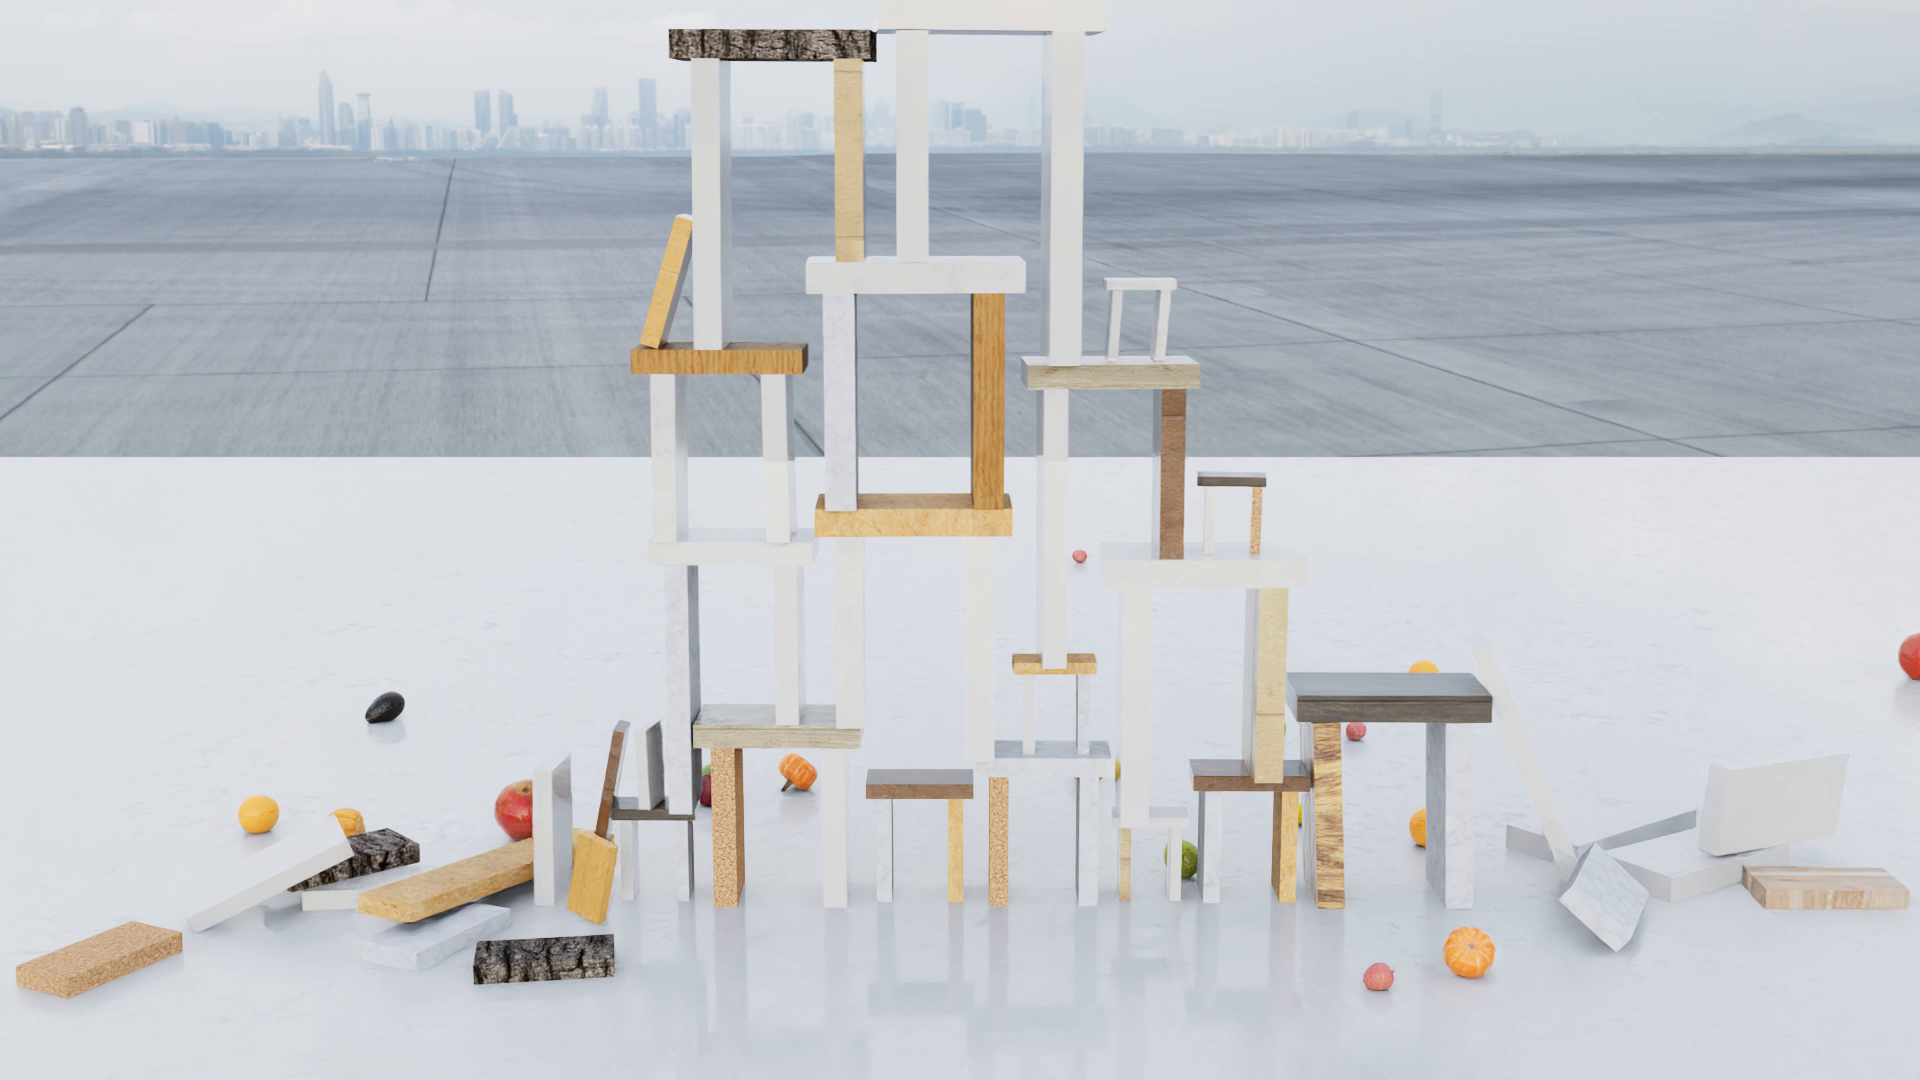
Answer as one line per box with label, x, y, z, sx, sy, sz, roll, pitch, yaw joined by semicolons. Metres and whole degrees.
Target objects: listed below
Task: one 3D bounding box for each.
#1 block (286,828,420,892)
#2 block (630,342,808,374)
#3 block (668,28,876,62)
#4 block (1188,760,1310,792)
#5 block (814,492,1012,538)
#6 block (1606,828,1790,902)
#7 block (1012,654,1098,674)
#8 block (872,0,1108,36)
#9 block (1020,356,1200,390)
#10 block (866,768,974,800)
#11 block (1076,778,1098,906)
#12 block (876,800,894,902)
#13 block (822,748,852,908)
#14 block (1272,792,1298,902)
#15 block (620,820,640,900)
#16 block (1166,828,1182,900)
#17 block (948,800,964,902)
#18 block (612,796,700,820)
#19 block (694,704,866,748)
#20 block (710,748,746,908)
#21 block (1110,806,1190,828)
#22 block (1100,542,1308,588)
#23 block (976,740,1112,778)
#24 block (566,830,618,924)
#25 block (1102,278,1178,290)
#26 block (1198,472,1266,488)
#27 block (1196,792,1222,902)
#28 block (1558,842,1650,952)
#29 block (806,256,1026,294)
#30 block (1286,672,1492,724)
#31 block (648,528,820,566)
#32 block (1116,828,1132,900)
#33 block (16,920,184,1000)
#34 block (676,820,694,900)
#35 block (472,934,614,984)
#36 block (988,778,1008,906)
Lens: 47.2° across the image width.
block;-1.039;0.536;3.693;0.230;0.033;0.115;-9;14;-40
block;-0.380;-0.290;3.502;0.268;0.038;0.134;0;11;0
block;-0.288;-0.769;3.419;0.307;0.043;0.153;1;11;2
block;0.477;0.389;3.637;0.190;0.027;0.095;0;11;1
block;-0.074;-0.041;3.547;0.312;0.044;0.156;0;11;-1
block;1.258;0.550;3.767;0.304;0.043;0.152;-7;12;-32
block;0.154;0.202;3.591;0.135;0.019;0.068;0;11;-1
block;0.043;-0.814;3.419;0.348;0.049;0.174;-1;11;-5
block;0.237;-0.267;3.506;0.271;0.038;0.135;-1;11;-3
block;-0.066;0.403;3.639;0.176;0.025;0.088;0;11;0
block;0.210;0.483;3.645;0.031;0.220;0.110;0;11;0
block;-0.125;0.502;3.657;0.025;0.176;0.088;0;11;0
block;-0.204;0.457;3.645;0.038;0.270;0.135;0;11;0
block;0.540;0.496;3.656;0.027;0.190;0.095;0;11;0
block;-0.549;0.522;3.657;0.020;0.138;0.069;0;11;0
block;0.356;0.529;3.655;0.018;0.125;0.063;0;11;0
block;-0.007;0.502;3.657;0.025;0.176;0.088;0;11;0
block;-0.503;0.445;3.643;0.138;0.020;0.069;0;11;0
block;-0.295;0.306;3.616;0.270;0.038;0.135;0;11;1
block;-0.384;0.457;3.646;0.038;0.270;0.135;0;11;0
block;0.314;0.459;3.640;0.125;0.018;0.063;0;11;1
block;0.392;0.040;3.563;0.320;0.045;0.160;0;11;0
block;0.136;0.360;3.621;0.220;0.031;0.110;0;11;0
block;-0.590;0.541;3.528;0.067;0.135;0.019;21;18;28
block;0.285;-0.407;3.493;0.112;0.016;0.056;-1;11;-3
block;0.437;-0.098;3.537;0.110;0.016;0.055;1;11;6
block;0.414;0.496;3.654;0.027;0.190;0.095;0;11;0
block;1.031;0.569;3.514;0.117;0.033;0.233;43;24;11
block;-0.071;-0.420;3.475;0.339;0.048;0.170;0;11;-2
block;0.699;0.258;3.611;0.313;0.044;0.157;0;11;0
block;-0.365;0.010;3.563;0.263;0.037;0.131;0;11;1
block;0.273;0.529;3.655;0.018;0.125;0.063;0;11;0
block;-1.304;0.636;3.339;0.109;0.031;0.218;6;12;28
block;-0.457;0.522;3.656;0.020;0.138;0.069;0;11;1
block;-0.630;0.636;3.340;0.207;0.029;0.103;-2;11;-9
block;0.064;0.483;3.644;0.031;0.220;0.110;0;11;0
